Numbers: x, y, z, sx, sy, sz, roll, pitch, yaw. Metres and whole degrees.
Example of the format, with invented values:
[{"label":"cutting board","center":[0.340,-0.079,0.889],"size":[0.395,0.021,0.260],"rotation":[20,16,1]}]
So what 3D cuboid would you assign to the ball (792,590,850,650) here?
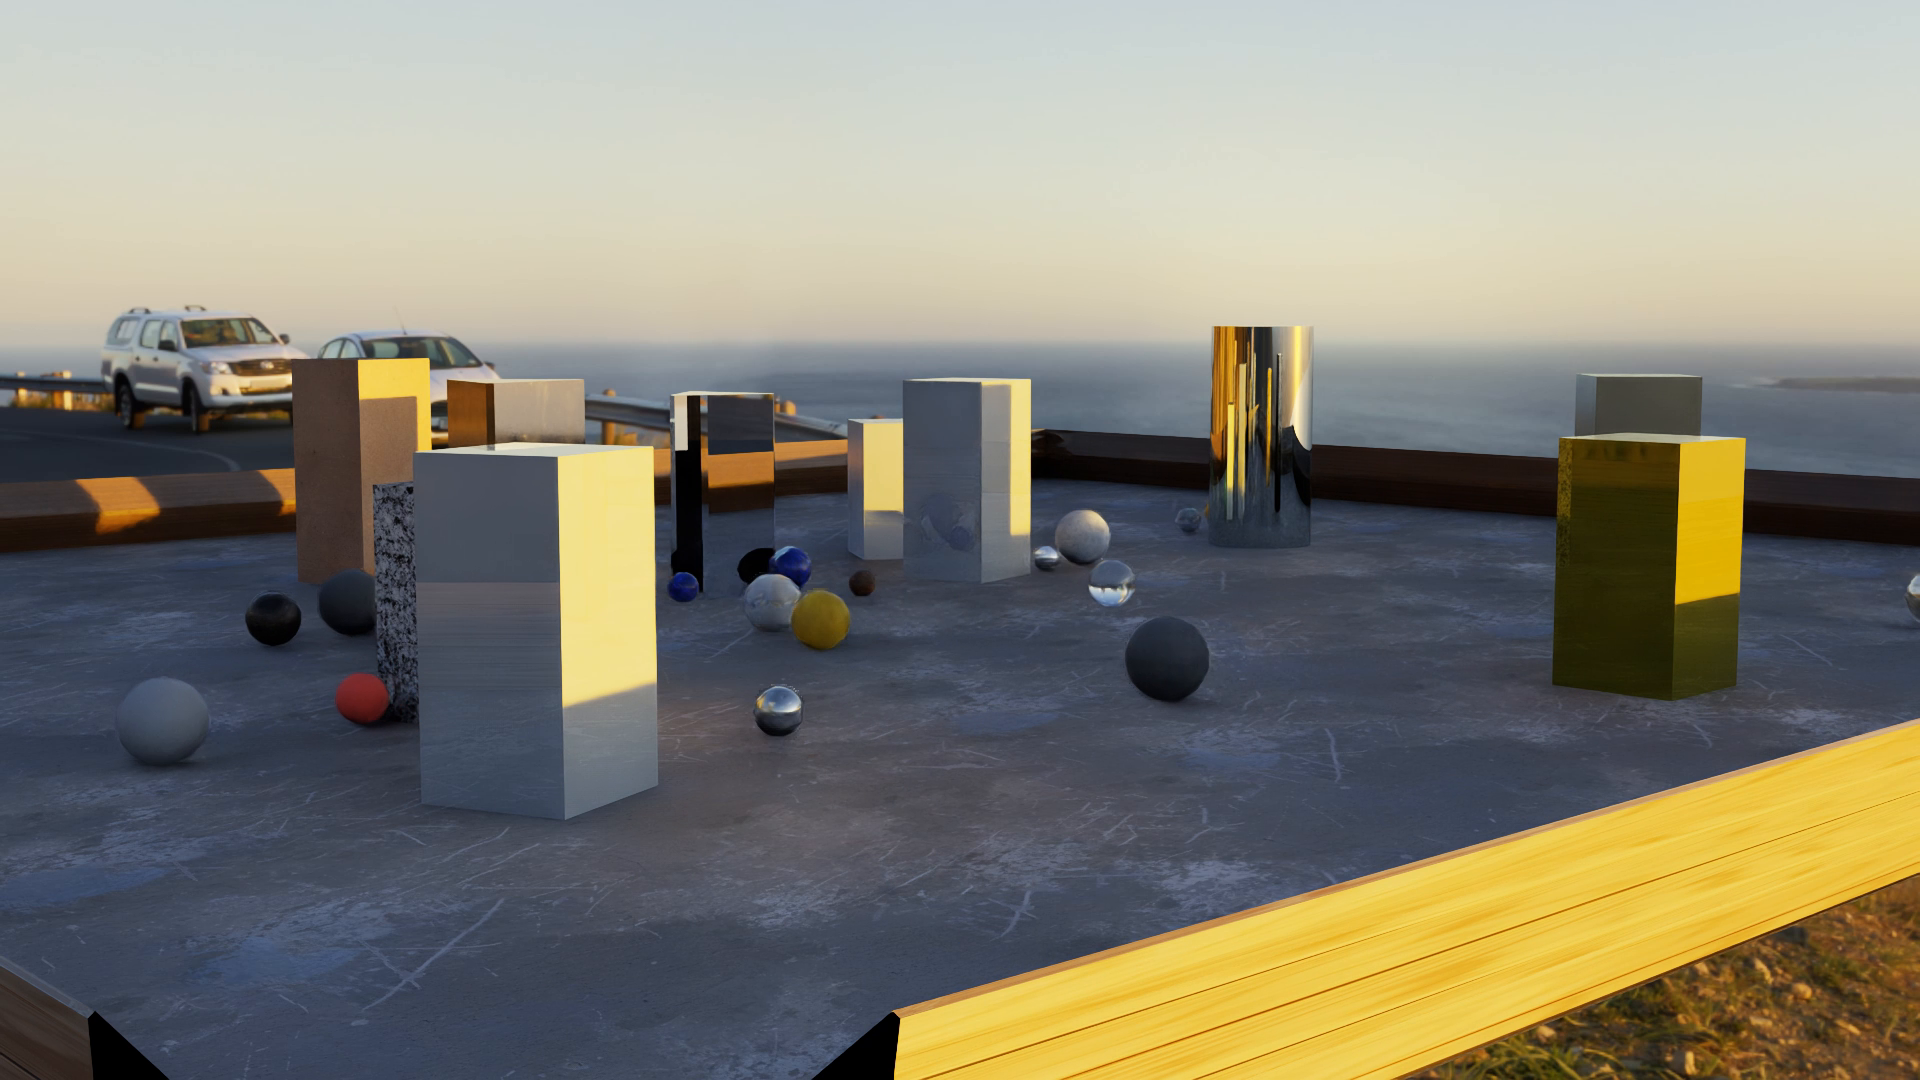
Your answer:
[{"label":"ball","center":[-0.182,0.105,2.877],"size":[0.078,0.078,0.078],"rotation":[0,6,0]}]

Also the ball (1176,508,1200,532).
[{"label":"ball","center":[0.455,-0.039,4.381],"size":[0.050,0.050,0.050],"rotation":[0,6,0]}]

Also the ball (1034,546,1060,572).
[{"label":"ball","center":[0.147,0.032,3.741],"size":[0.042,0.042,0.042],"rotation":[0,6,0]}]

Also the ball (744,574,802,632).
[{"label":"ball","center":[-0.258,0.087,3.033],"size":[0.082,0.082,0.082],"rotation":[0,6,0]}]

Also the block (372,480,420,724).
[{"label":"block","center":[-0.527,0.065,2.407],"size":[0.154,0.256,0.154],"rotation":[3,7,30]}]

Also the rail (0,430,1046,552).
[{"label":"rail","center":[-1.137,-0.096,4.558],"size":[3.755,0.125,0.045],"rotation":[-6,8,-42]}]

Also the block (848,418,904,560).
[{"label":"block","center":[-0.114,-0.095,3.988],"size":[0.154,0.243,0.154],"rotation":[-1,6,-14]}]

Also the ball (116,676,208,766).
[{"label":"ball","center":[-0.781,0.177,2.152],"size":[0.086,0.086,0.086],"rotation":[0,6,0]}]

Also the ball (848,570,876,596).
[{"label":"ball","center":[-0.151,0.067,3.408],"size":[0.042,0.042,0.042],"rotation":[0,6,0]}]

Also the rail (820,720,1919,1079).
[{"label":"rail","center":[1.137,0.161,2.107],"size":[3.755,0.125,0.045],"rotation":[-6,8,-42]}]

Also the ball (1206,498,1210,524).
[{"label":"ball","center":[0.532,-0.057,4.332],"size":[0.095,0.095,0.095],"rotation":[0,6,0]}]

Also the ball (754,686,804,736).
[{"label":"ball","center":[-0.189,0.179,2.295],"size":[0.052,0.052,0.052],"rotation":[0,6,0]}]

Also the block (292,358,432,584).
[{"label":"block","center":[-0.977,-0.115,3.604],"size":[0.154,0.363,0.154],"rotation":[4,7,32]}]

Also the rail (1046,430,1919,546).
[{"label":"rail","center":[1.362,-0.099,4.582],"size":[0.045,0.125,3.401],"rotation":[-6,8,-42]}]

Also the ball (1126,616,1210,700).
[{"label":"ball","center":[0.236,0.135,2.504],"size":[0.096,0.096,0.096],"rotation":[0,6,0]}]

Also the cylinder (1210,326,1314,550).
[{"label":"cylinder","center":[0.569,-0.198,4.161],"size":[0.192,0.412,0.192],"rotation":[0,6,0]}]

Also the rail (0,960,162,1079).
[{"label":"rail","center":[-1.362,0.164,2.082],"size":[0.045,0.125,3.401],"rotation":[-6,8,-42]}]

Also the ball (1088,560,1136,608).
[{"label":"ball","center":[0.227,0.065,3.290],"size":[0.071,0.071,0.071],"rotation":[0,6,0]}]

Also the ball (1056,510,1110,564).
[{"label":"ball","center":[0.214,-0.005,3.838],"size":[0.096,0.096,0.096],"rotation":[0,6,0]}]

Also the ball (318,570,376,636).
[{"label":"ball","center":[-0.830,0.086,3.004],"size":[0.090,0.090,0.090],"rotation":[0,6,0]}]

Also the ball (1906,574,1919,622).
[{"label":"ball","center":[1.368,0.082,3.075],"size":[0.083,0.083,0.083],"rotation":[0,6,0]}]

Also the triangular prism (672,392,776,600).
[{"label":"triangular prism","center":[-0.394,-0.073,3.446],"size":[0.166,0.314,0.144],"rotation":[-3,7,-26]}]

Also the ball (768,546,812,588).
[{"label":"ball","center":[-0.262,0.044,3.403],"size":[0.067,0.067,0.067],"rotation":[0,6,0]}]

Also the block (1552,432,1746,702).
[{"label":"block","center":[0.812,0.026,2.595],"size":[0.154,0.294,0.154],"rotation":[-6,8,-44]}]

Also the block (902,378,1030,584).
[{"label":"block","center":[0.012,-0.103,3.665],"size":[0.154,0.327,0.154],"rotation":[4,7,33]}]

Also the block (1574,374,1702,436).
[{"label":"block","center":[1.030,-0.079,3.358],"size":[0.154,0.344,0.154],"rotation":[0,6,5]}]

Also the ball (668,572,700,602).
[{"label":"ball","center":[-0.420,0.072,3.337],"size":[0.047,0.047,0.047],"rotation":[0,6,0]}]

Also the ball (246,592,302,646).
[{"label":"ball","center":[-0.910,0.105,2.914],"size":[0.071,0.071,0.071],"rotation":[0,6,0]}]

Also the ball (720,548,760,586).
[{"label":"ball","center":[-0.354,0.043,3.541],"size":[0.062,0.062,0.062],"rotation":[0,6,0]}]

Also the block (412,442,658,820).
[{"label":"block","center":[-0.384,0.076,2.006],"size":[0.154,0.318,0.154],"rotation":[3,7,24]}]

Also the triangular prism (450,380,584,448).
[{"label":"triangular prism","center":[-0.570,-0.017,2.701],"size":[0.144,0.358,0.166],"rotation":[4,7,31]}]

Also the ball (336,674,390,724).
[{"label":"ball","center":[-0.642,0.171,2.363],"size":[0.055,0.055,0.055],"rotation":[0,6,0]}]
